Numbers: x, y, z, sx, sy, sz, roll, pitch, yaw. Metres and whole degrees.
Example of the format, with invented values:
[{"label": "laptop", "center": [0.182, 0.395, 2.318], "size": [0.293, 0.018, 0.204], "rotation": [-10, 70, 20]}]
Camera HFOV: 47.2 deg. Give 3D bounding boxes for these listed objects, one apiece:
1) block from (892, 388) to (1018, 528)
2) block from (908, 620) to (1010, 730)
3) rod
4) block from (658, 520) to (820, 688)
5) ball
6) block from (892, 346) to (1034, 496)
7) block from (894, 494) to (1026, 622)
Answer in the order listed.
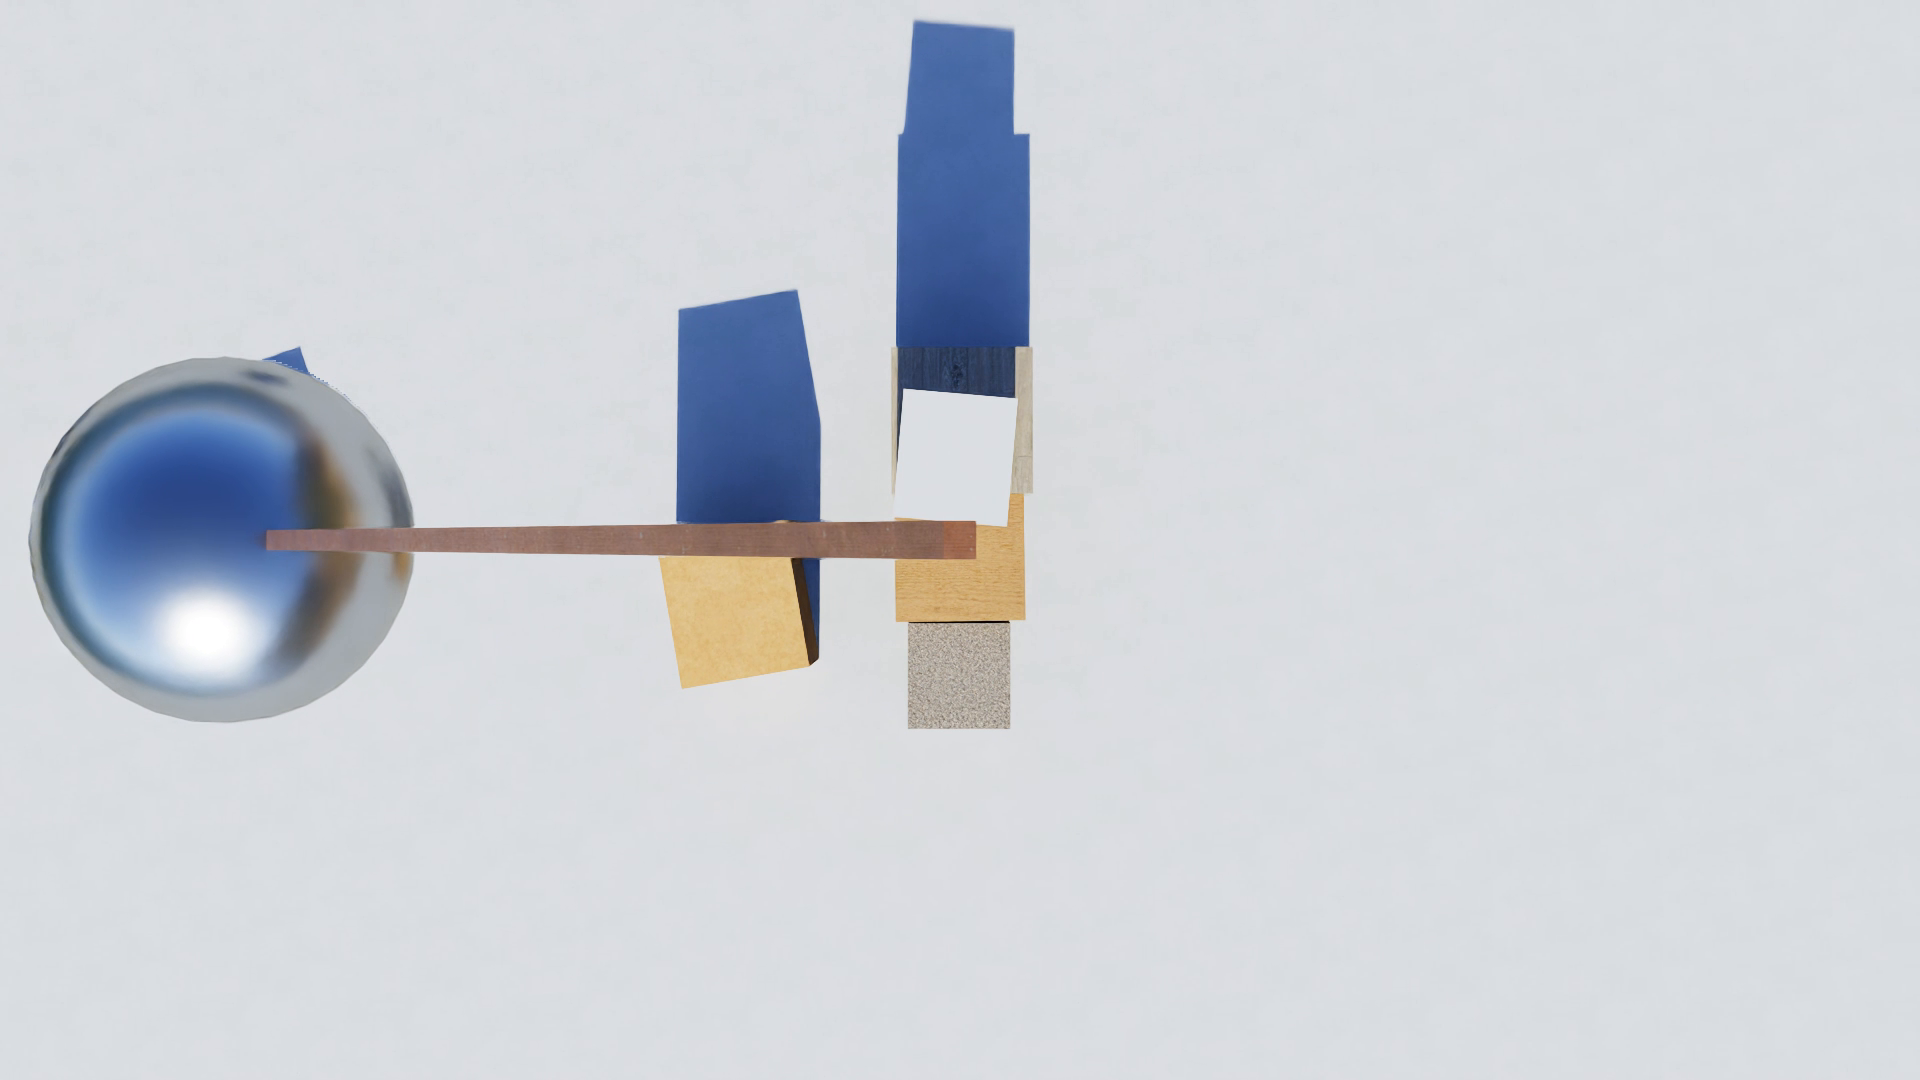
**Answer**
[{"label": "block", "center": [-0.024, -0.434, 11.877], "size": [0.603, 0.586, 0.677], "rotation": [5, 90, 0]}, {"label": "block", "center": [-0.004, 0.768, 12.707], "size": [0.580, 0.586, 0.597], "rotation": [0, 90, 0]}, {"label": "rod", "center": [-1.384, 0.000, 6.712], "size": [0.080, 5.200, 0.080], "rotation": [0, 90, -32]}, {"label": "block", "center": [-1.255, 0.356, 12.573], "size": [0.716, 0.854, 0.824], "rotation": [-10, 90, 0]}, {"label": "ball", "center": [-3.194, 0.000, 9.590], "size": [1.600, 1.600, 1.600], "rotation": [0, 90, 0]}, {"label": "block", "center": [0.012, -0.663, 12.585], "size": [0.783, 0.830, 0.811], "rotation": [0, 90, 0]}, {"label": "block", "center": [-0.001, 0.100, 12.630], "size": [0.725, 0.740, 0.706], "rotation": [-1, 90, 0]}]
